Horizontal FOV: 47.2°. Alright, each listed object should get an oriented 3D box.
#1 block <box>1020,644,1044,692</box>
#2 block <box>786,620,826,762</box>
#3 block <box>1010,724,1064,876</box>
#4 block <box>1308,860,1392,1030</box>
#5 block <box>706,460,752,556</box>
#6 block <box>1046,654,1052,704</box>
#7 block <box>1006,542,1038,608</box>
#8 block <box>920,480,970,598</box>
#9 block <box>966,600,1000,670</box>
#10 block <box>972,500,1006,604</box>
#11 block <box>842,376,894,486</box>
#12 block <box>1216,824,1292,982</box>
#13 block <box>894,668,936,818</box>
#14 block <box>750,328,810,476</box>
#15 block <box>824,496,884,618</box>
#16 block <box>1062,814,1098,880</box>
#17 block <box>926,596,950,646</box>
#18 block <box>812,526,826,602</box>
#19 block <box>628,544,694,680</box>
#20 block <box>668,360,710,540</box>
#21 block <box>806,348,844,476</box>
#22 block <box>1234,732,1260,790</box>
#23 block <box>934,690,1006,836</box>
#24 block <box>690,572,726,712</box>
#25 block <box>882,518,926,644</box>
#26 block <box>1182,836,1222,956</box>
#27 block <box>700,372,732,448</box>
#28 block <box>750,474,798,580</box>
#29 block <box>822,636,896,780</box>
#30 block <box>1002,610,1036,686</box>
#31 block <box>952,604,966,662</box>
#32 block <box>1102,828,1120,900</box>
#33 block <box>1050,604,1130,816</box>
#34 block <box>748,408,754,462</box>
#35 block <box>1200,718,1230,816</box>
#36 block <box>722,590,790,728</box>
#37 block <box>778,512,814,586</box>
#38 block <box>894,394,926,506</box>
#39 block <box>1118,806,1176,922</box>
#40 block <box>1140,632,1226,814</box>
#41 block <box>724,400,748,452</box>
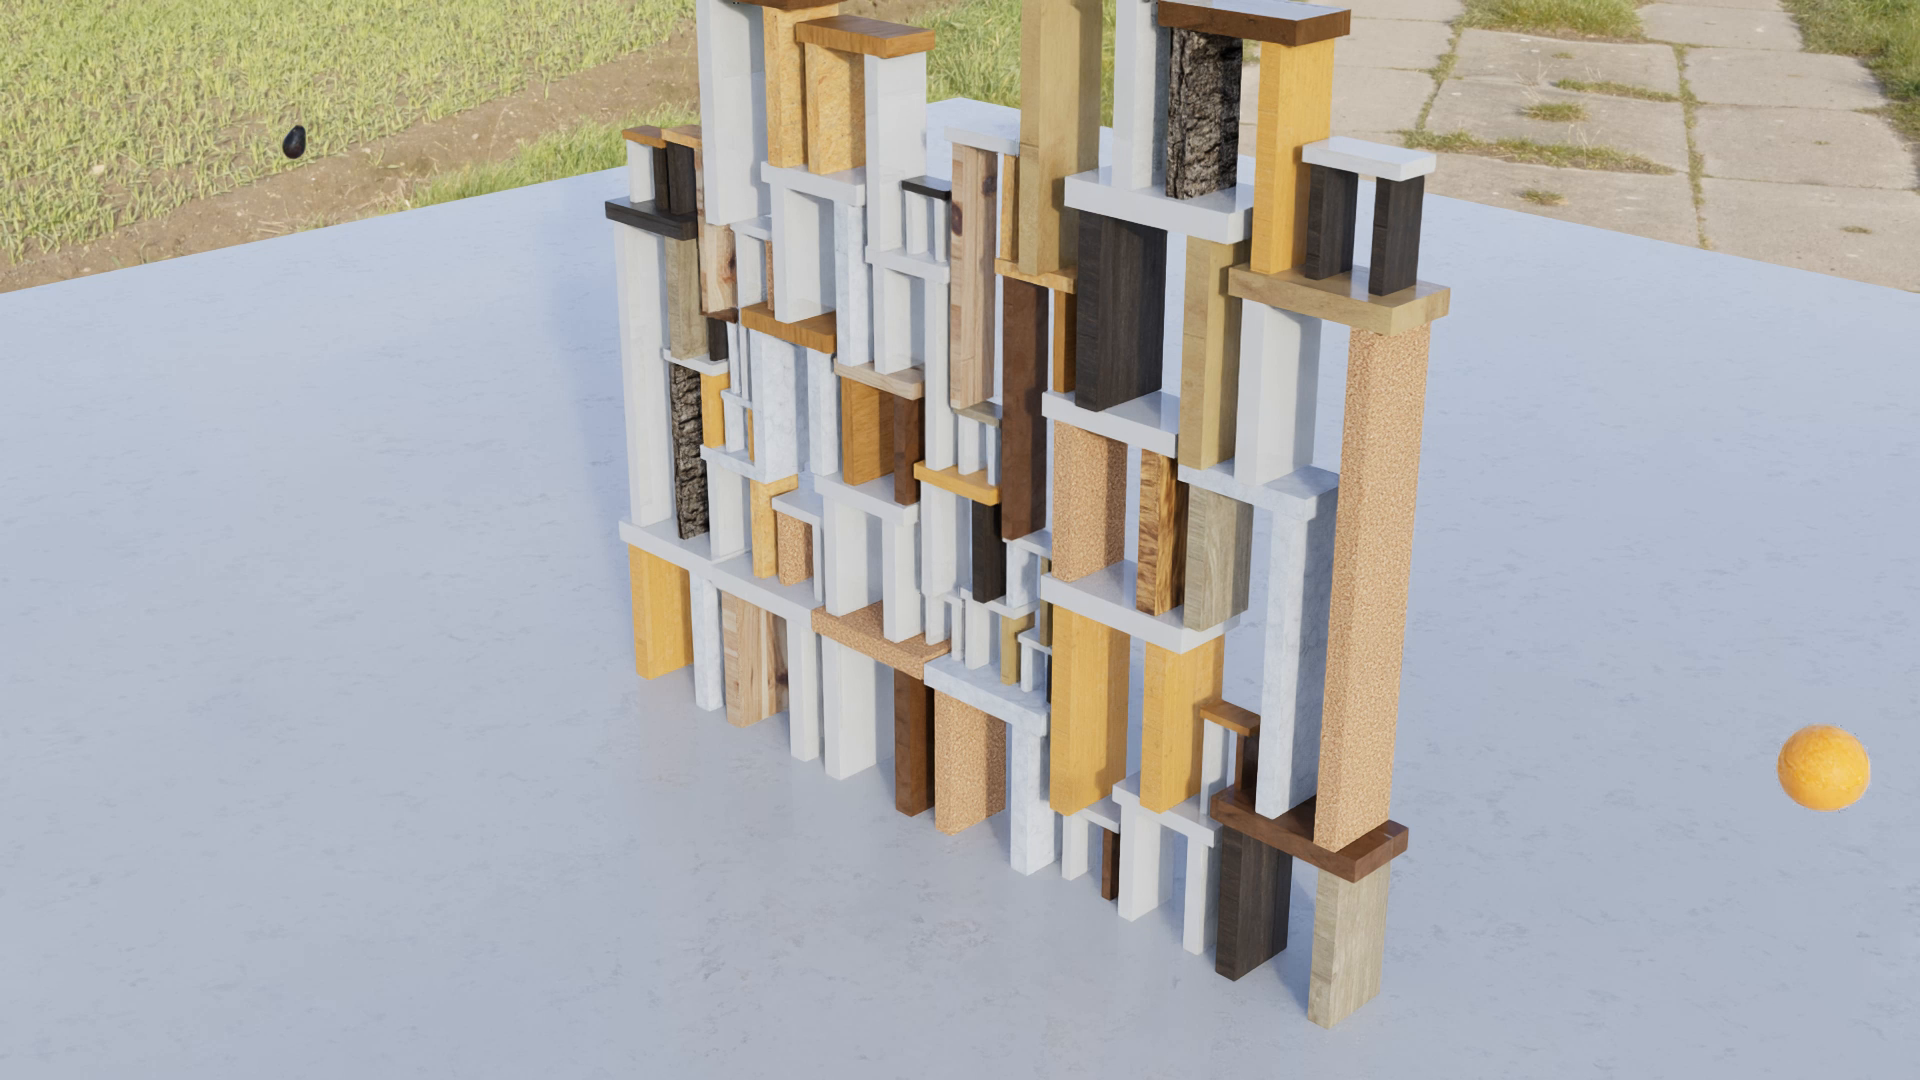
[{"bbox_3d":[0.138,0.235,4.167,0.050,0.100,0.014,-21,31,-41],"label":"block"},{"bbox_3d":[-0.287,0.295,4.657,0.045,0.319,0.159,21,31,41],"label":"block"},{"bbox_3d":[0.169,0.475,4.240,0.044,0.312,0.156,21,31,41],"label":"block"},{"bbox_3d":[0.670,0.674,3.781,0.043,0.305,0.153,21,31,41],"label":"block"},{"bbox_3d":[-0.488,-0.080,4.726,0.030,0.212,0.106,21,31,41],"label":"block"},{"bbox_3d":[0.185,0.253,4.124,0.014,0.100,0.050,22,31,40],"label":"block"},{"bbox_3d":[0.116,0.058,4.124,0.018,0.129,0.064,21,31,41],"label":"block"},{"bbox_3d":[-0.027,-0.015,4.242,0.102,0.235,0.029,-21,31,-40],"label":"block"},{"bbox_3d":[0.043,0.173,4.256,0.072,0.144,0.020,-21,31,-41],"label":"block"},{"bbox_3d":[0.069,0.008,4.146,0.102,0.203,0.029,-21,30,-40],"label":"block"},{"bbox_3d":[-0.180,-0.227,4.324,0.110,0.220,0.031,-21,31,-40],"label":"block"},{"bbox_3d":[0.526,0.618,3.914,0.043,0.305,0.153,21,31,41],"label":"block"},{"bbox_3d":[-0.058,0.384,4.445,0.045,0.320,0.160,21,31,41],"label":"block"},{"bbox_3d":[-0.362,-0.296,4.494,0.130,0.306,0.037,-21,31,-41],"label":"block"},{"bbox_3d":[-0.214,0.016,4.457,0.036,0.257,0.129,21,31,41],"label":"block"},{"bbox_3d":[0.231,0.571,4.221,0.022,0.152,0.076,21,31,41],"label":"block"},{"bbox_3d":[-0.043,0.149,4.335,0.054,0.108,0.015,-21,31,-40],"label":"block"},{"bbox_3d":[-0.263,0.037,4.529,0.023,0.166,0.083,21,31,41],"label":"block"},{"bbox_3d":[-0.667,0.141,5.012,0.046,0.326,0.163,21,31,41],"label":"block"},{"bbox_3d":[-0.582,-0.202,4.763,0.082,0.406,0.023,-21,31,-41],"label":"block"},{"bbox_3d":[-0.239,-0.269,4.372,0.037,0.261,0.131,21,31,41],"label":"block"},{"bbox_3d":[0.504,0.377,3.840,0.054,0.109,0.015,-21,31,-41],"label":"block"},{"bbox_3d":[0.022,0.418,4.376,0.044,0.312,0.156,21,31,41],"label":"block"},{"bbox_3d":[-0.513,0.201,4.871,0.046,0.326,0.163,21,31,41],"label":"block"},{"bbox_3d":[-0.093,0.063,4.346,0.036,0.257,0.129,21,31,41],"label":"block"},{"bbox_3d":[0.459,0.624,3.989,0.033,0.235,0.117,21,31,41],"label":"block"},{"bbox_3d":[-0.505,-0.283,4.644,0.082,0.164,0.023,-21,31,-40],"label":"block"},{"bbox_3d":[-0.388,-0.038,4.636,0.030,0.221,0.106,21,31,41],"label":"block"},{"bbox_3d":[-0.209,0.325,4.584,0.045,0.320,0.160,21,31,41],"label":"block"},{"bbox_3d":[0.111,0.199,4.194,0.072,0.144,0.020,-21,31,-41],"label":"block"},{"bbox_3d":[0.009,0.173,4.289,0.054,0.117,0.015,-21,32,-41],"label":"block"},{"bbox_3d":[0.302,0.599,4.155,0.076,0.152,0.022,-21,31,-41],"label":"block"},{"bbox_3d":[0.242,0.293,4.086,0.046,0.422,0.164,21,31,40],"label":"block"},{"bbox_3d":[-0.413,-0.226,4.573,0.057,0.114,0.016,-21,31,-40],"label":"block"},{"bbox_3d":[0.453,0.394,3.903,0.015,0.189,0.054,21,31,41],"label":"block"},{"bbox_3d":[-0.437,0.236,4.796,0.045,0.319,0.159,21,31,41],"label":"block"},{"bbox_3d":[-0.341,0.007,4.601,0.023,0.166,0.083,21,31,41],"label":"block"},{"bbox_3d":[-0.076,-0.186,4.228,0.110,0.221,0.031,-21,31,-40],"label":"block"},{"bbox_3d":[0.349,0.581,4.091,0.033,0.235,0.117,21,31,41],"label":"block"},{"bbox_3d":[0.397,0.309,3.926,0.046,0.328,0.164,21,31,41],"label":"block"},{"bbox_3d":[-0.467,-0.247,4.623,0.057,0.114,0.016,-21,31,-40],"label":"block"}]
